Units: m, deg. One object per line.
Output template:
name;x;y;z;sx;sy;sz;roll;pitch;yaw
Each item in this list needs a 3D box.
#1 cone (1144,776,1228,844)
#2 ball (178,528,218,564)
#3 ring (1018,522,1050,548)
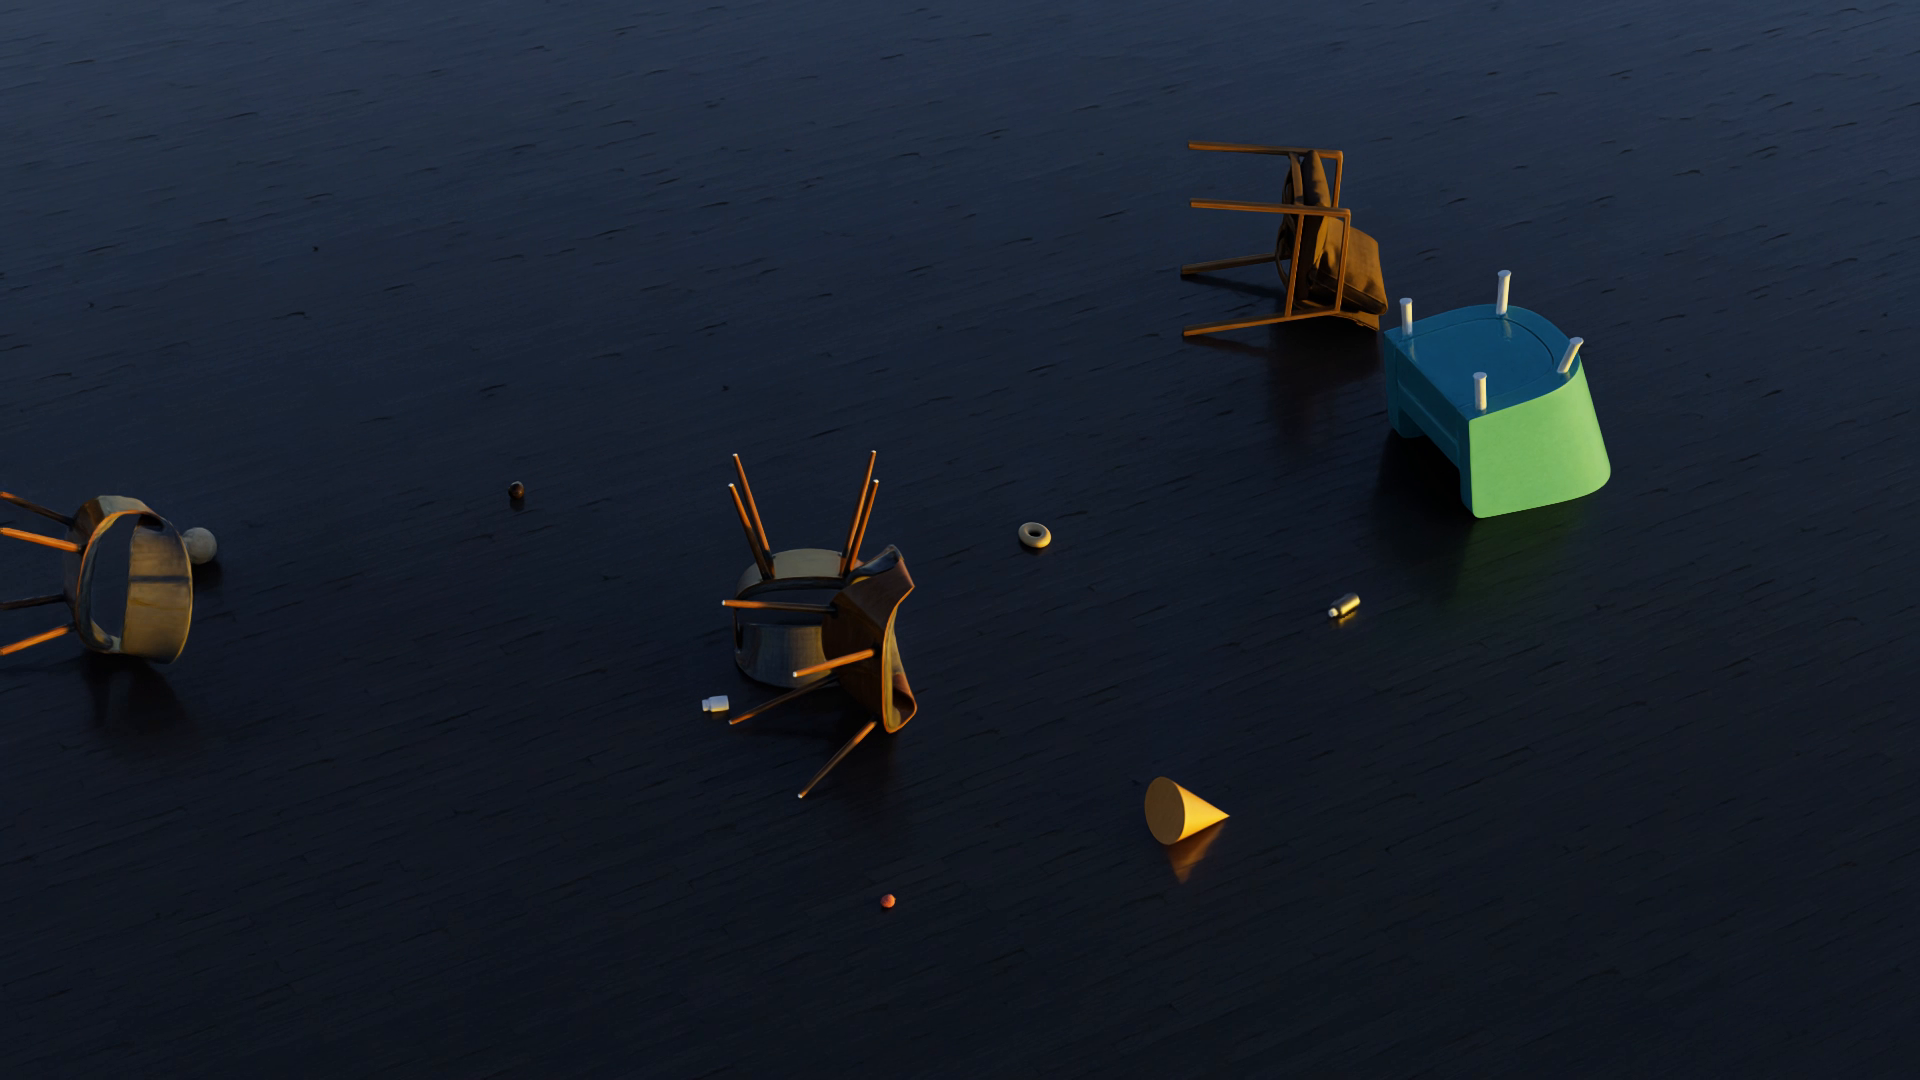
cone;0.771;0.887;9.514;0.256;0.199;0.256;7;26;-29
ball;-2.803;0.022;10.787;0.137;0.137;0.137;0;33;0
ring;0.278;-0.018;10.939;0.115;0.038;0.154;-14;35;-18
